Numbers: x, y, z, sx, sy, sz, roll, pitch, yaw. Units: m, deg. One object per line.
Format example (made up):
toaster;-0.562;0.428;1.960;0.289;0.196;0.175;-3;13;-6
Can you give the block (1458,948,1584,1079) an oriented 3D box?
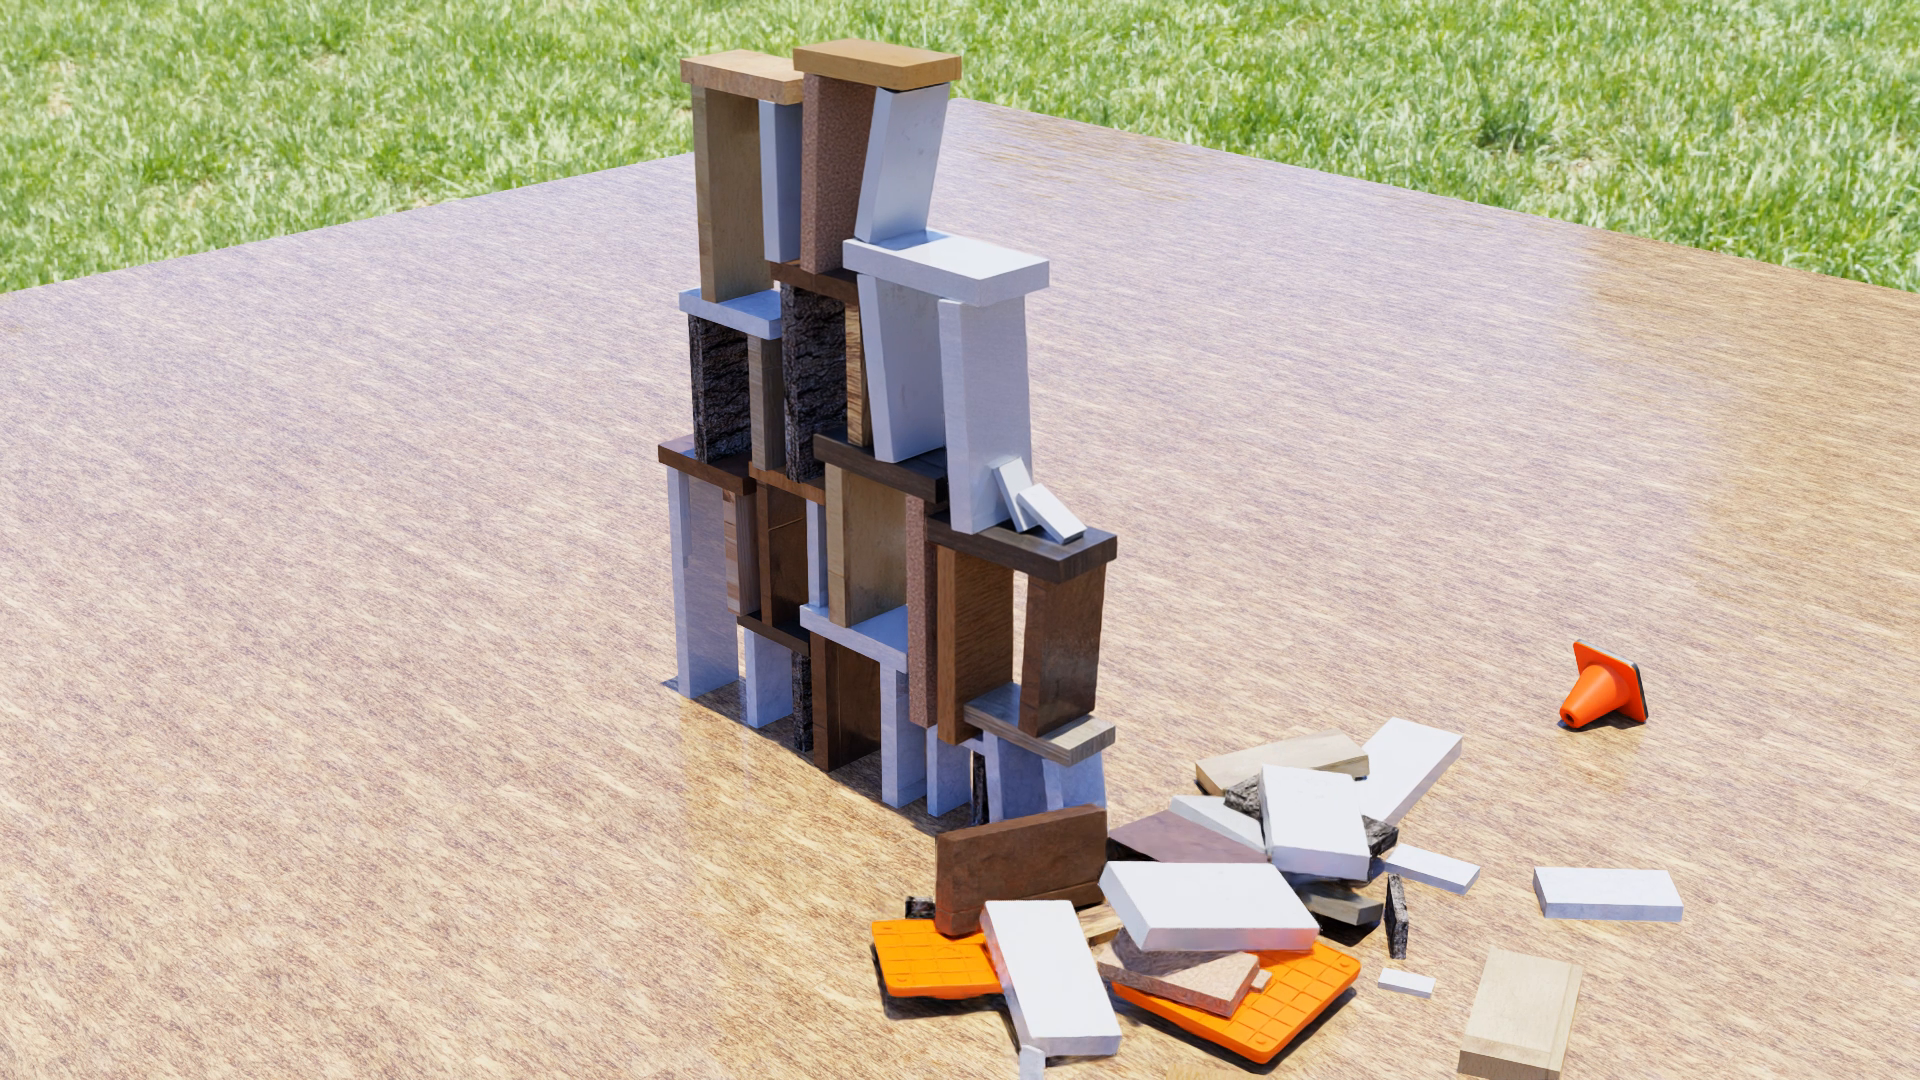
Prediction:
block;0.964;0.820;3.770;0.162;0.046;0.325;9;24;20

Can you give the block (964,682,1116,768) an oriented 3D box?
block;0.151;0.350;4.197;0.267;0.038;0.134;20;30;40

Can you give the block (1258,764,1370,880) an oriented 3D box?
block;0.668;0.532;4.172;0.177;0.050;0.354;7;19;2

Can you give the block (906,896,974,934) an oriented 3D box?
block;-0.036;0.691;4.050;0.127;0.063;0.018;2;22;5

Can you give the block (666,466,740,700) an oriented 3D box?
block;-0.567;0.078;4.872;0.040;0.551;0.142;21;31;41

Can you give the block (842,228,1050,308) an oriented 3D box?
block;-0.028;-0.506;4.028;0.180;0.051;0.359;-21;31;-40

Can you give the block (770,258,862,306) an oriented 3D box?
block;-0.220;-0.511;4.253;0.284;0.040;0.142;21;31;41

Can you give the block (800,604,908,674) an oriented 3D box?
block;-0.162;0.178;4.475;0.158;0.045;0.316;-21;31;-41

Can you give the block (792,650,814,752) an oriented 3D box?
block;-0.302;0.326;4.695;0.033;0.233;0.117;21;31;41

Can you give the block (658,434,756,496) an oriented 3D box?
block;-0.500;-0.168;4.695;0.284;0.040;0.142;21;31;41

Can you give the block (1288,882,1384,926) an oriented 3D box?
block;0.665;0.665;4.091;0.218;0.031;0.109;13;5;35

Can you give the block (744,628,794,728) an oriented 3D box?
block;-0.412;0.283;4.796;0.033;0.233;0.117;21;31;41

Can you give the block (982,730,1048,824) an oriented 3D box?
block;0.114;0.474;4.299;0.134;0.267;0.038;-21;25;-40

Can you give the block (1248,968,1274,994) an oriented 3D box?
block;0.490;0.754;3.811;0.094;0.013;0.047;15;35;30

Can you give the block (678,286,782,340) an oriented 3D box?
block;-0.428;-0.473;4.487;0.143;0.041;0.286;-21;31;-41

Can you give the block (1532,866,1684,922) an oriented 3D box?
block;1.219;0.667;4.143;0.250;0.035;0.125;1;23;3

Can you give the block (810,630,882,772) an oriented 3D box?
block;-0.236;0.315;4.614;0.045;0.316;0.158;21;31;41

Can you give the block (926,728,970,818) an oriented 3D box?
block;-0.022;0.454;4.443;0.027;0.194;0.097;21;31;41

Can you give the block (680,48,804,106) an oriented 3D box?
block;-0.383;-0.900;4.265;0.311;0.044;0.156;21;31;40

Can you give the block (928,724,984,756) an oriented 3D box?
block;0.022;0.370;4.357;0.097;0.027;0.194;-21;31;-40

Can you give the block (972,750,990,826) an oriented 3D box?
block;0.069;0.490;4.358;0.027;0.193;0.097;21;31;41

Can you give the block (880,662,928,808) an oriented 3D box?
block;-0.087;0.373;4.476;0.045;0.316;0.158;21;31;41

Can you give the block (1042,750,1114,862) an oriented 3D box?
block;0.226;0.518;4.195;0.038;0.267;0.134;8;23;39

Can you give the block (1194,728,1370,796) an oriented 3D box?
block;0.662;0.469;4.525;0.319;0.045;0.159;-12;18;-11

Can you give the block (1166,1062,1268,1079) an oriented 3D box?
block;0.418;0.901;3.607;0.162;0.023;0.081;5;24;12

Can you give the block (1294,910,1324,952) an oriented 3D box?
block;0.554;0.697;4.079;0.218;0.031;0.109;12;26;27

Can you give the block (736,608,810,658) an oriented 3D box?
block;-0.357;0.182;4.693;0.233;0.033;0.117;21;31;41

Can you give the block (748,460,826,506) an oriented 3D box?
block;-0.313;-0.132;4.509;0.233;0.033;0.117;21;31;41

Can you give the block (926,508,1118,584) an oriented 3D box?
block;0.113;-0.005;4.085;0.328;0.046;0.164;19;29;40

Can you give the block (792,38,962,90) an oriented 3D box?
block;-0.153;-0.870;4.014;0.147;0.042;0.294;-21;30;-40

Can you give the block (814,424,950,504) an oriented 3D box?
block;-0.106;-0.161;4.271;0.172;0.049;0.345;-21;31;-40
